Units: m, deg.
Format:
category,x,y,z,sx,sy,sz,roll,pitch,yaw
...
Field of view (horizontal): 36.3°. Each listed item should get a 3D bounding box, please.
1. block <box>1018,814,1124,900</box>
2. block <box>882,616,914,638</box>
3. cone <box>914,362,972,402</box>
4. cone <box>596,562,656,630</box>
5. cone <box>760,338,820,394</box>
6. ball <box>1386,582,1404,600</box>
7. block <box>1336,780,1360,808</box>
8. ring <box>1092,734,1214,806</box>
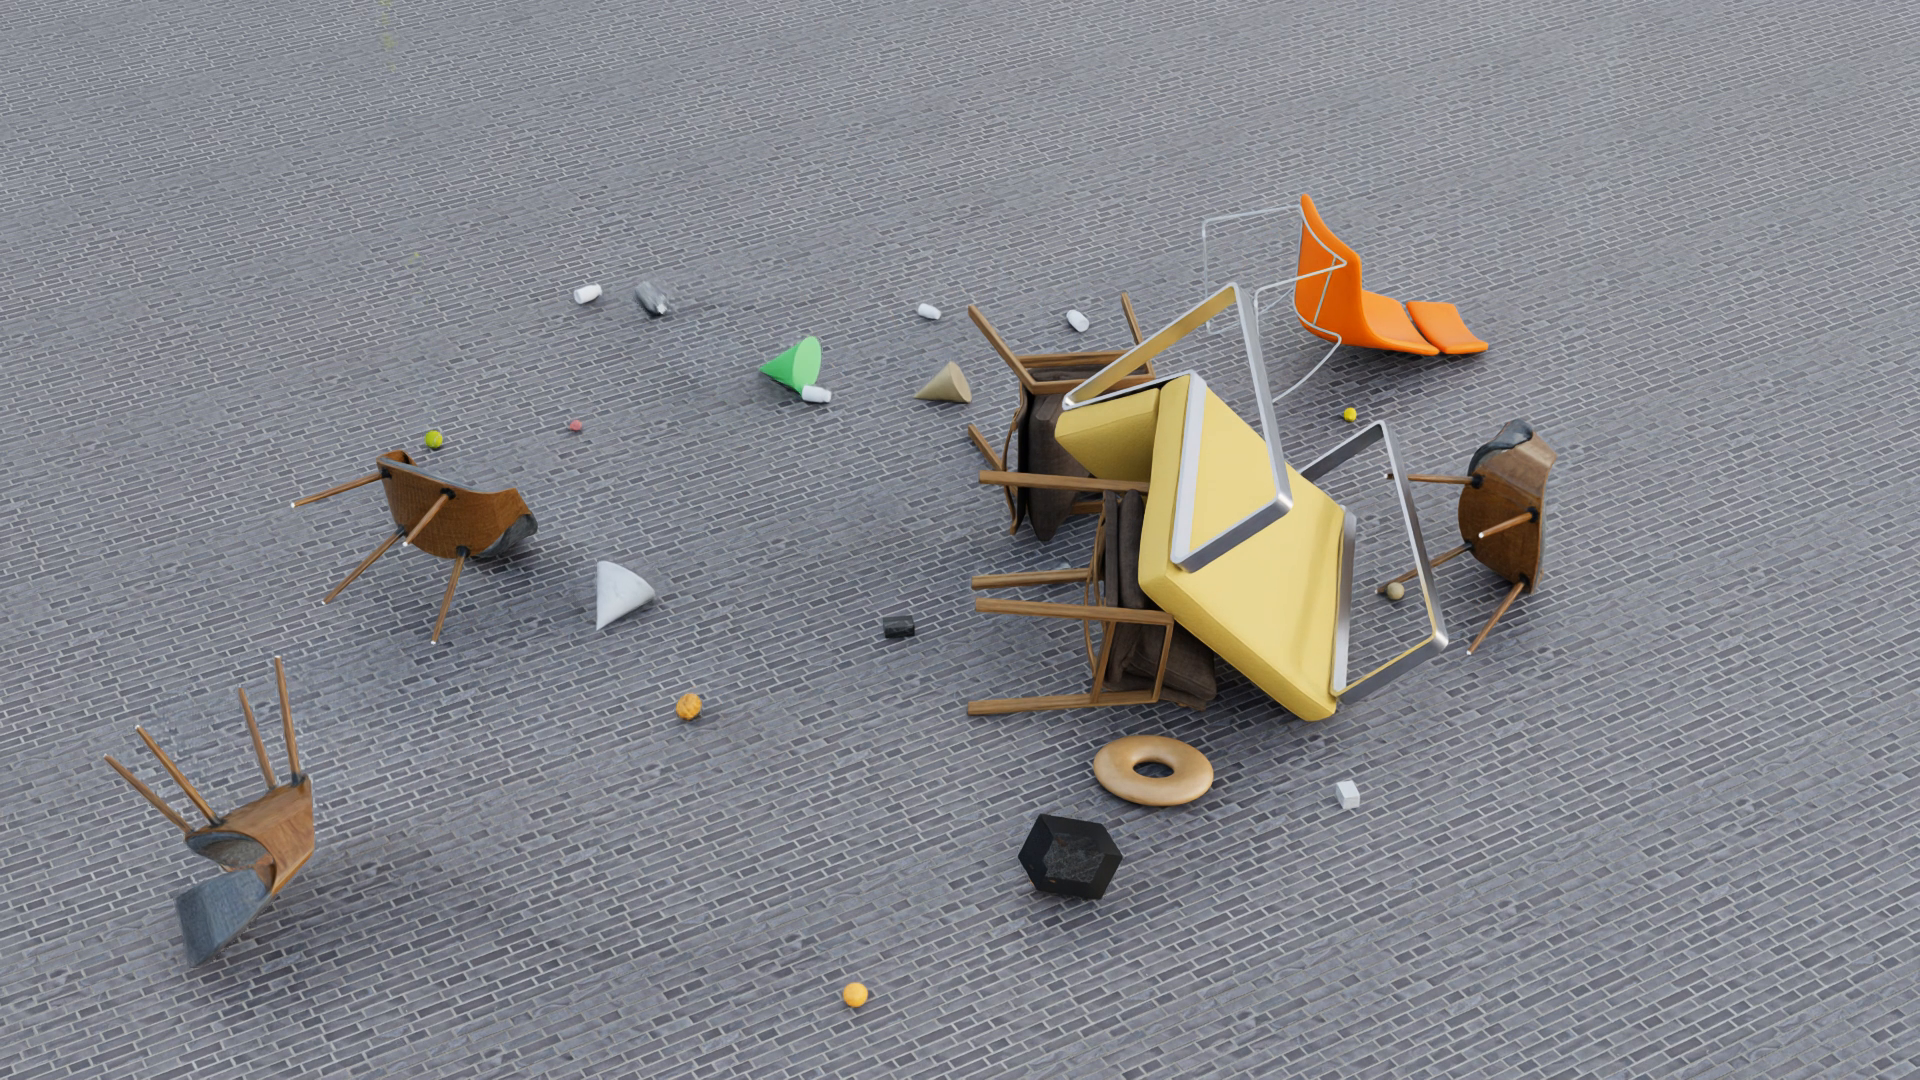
category,x,y,z,sx,sy,sz,roll,pitch,yaw
block,0.346,0.994,9.203,0.238,0.171,0.172,12,26,-29
block,-0.218,0.309,10.434,0.105,0.045,0.066,-5,34,-8
cone,-0.096,-0.604,11.779,0.215,0.204,0.140,-18,46,20
cone,-1.248,0.235,10.511,0.238,0.158,0.234,31,60,-6
cone,-0.723,-0.701,11.927,0.256,0.159,0.251,-2,60,36
ball,1.575,0.185,10.606,0.064,0.064,0.064,0,33,0
block,1.274,0.837,9.630,0.054,0.048,0.080,-6,34,-10
ring,0.641,0.763,9.721,0.407,0.075,0.349,12,35,19
